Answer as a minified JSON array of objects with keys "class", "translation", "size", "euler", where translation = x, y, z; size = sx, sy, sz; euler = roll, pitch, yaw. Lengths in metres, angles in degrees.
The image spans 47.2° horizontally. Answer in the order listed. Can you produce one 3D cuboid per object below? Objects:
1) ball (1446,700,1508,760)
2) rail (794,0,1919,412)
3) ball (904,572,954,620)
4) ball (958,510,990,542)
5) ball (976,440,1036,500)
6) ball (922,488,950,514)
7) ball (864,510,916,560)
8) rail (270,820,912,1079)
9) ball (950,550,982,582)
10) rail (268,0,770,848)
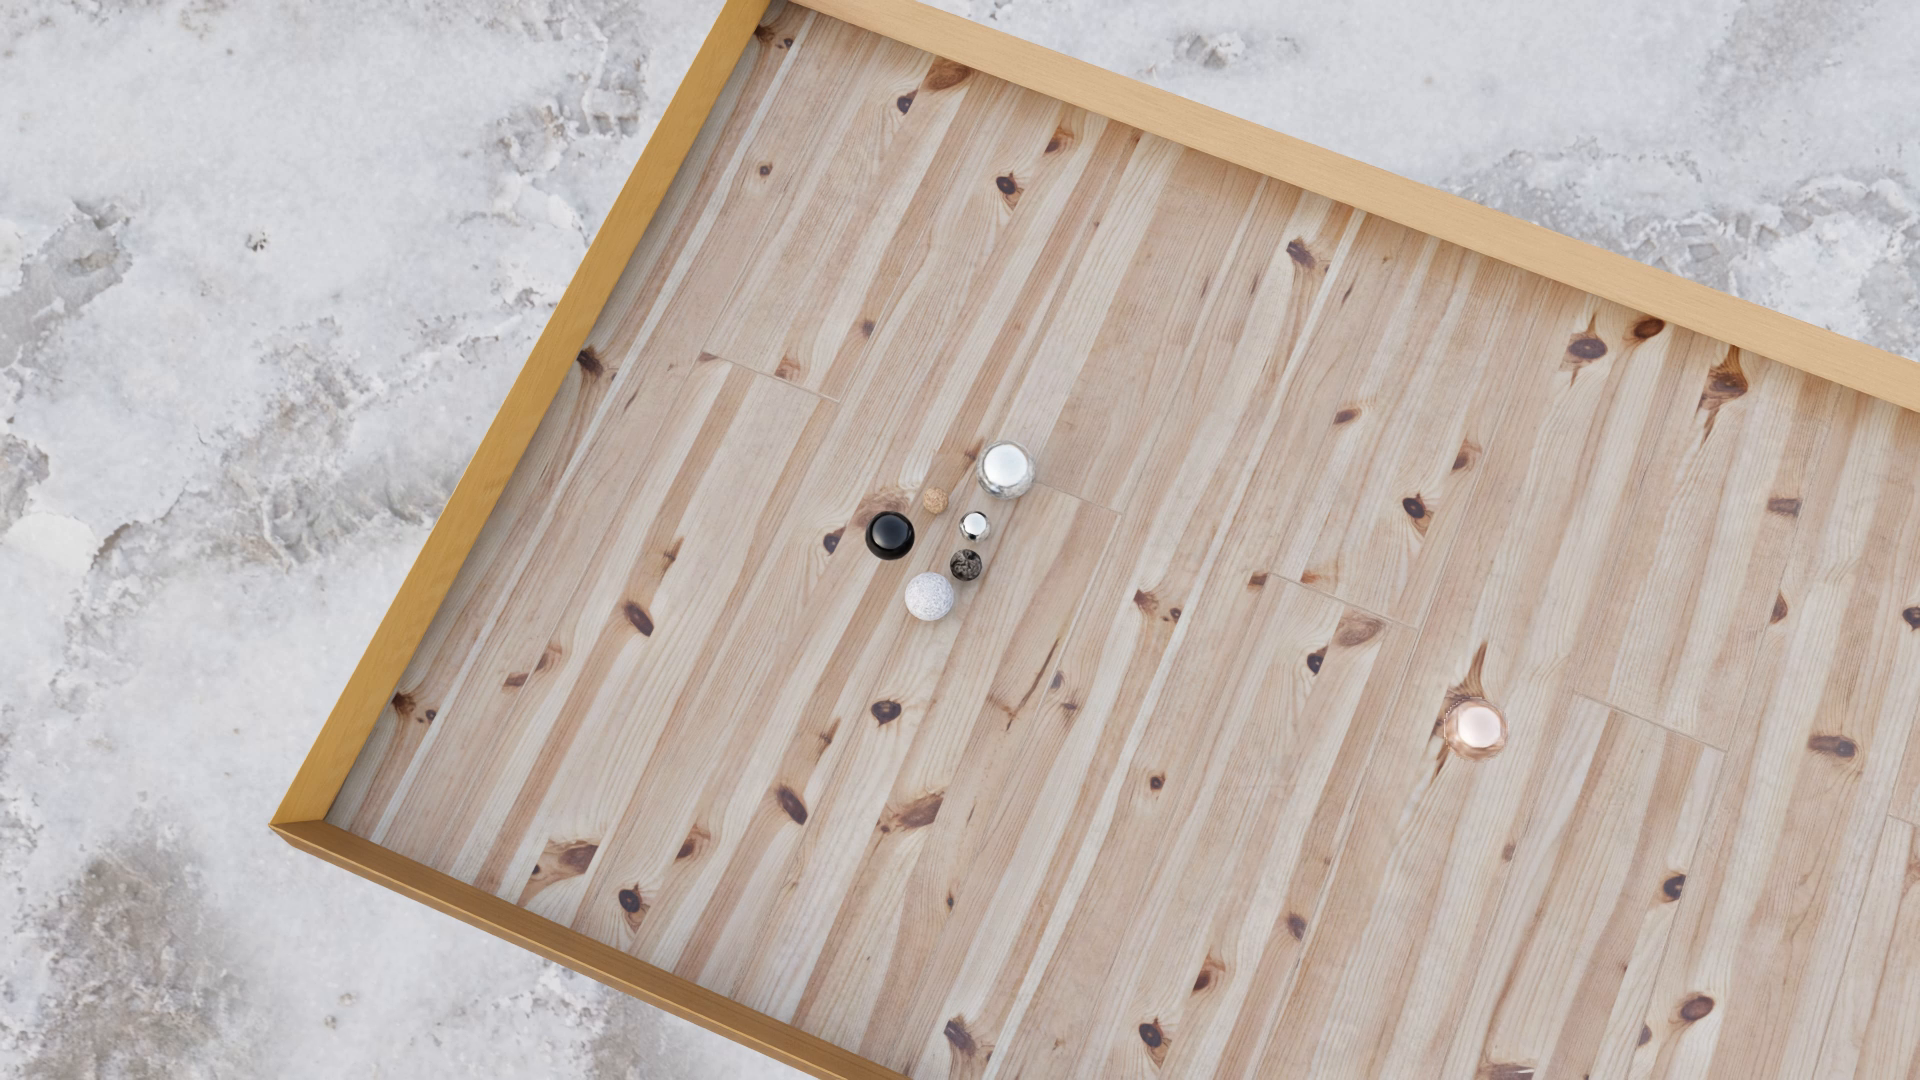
[{"class":"ball","translation":[0.787,0.290,3.350],"size":[0.092,0.092,0.092],"euler":[0,68,0]},{"class":"rail","translation":[1.004,-0.442,3.620],"size":[2.960,0.125,0.045],"euler":[22,70,8]},{"class":"ball","translation":[-0.048,0.088,3.438],"size":[0.077,0.077,0.077],"euler":[0,68,0]},{"class":"ball","translation":[0.023,-0.022,3.495],"size":[0.051,0.051,0.051],"euler":[0,68,0]},{"class":"ball","translation":[0.073,-0.112,3.506],"size":[0.096,0.096,0.096],"euler":[0,68,0]},{"class":"ball","translation":[-0.039,-0.064,3.516],"size":[0.042,0.042,0.042],"euler":[0,68,0]},{"class":"ball","translation":[-0.111,-0.007,3.474],"size":[0.080,0.080,0.080],"euler":[0,68,0]},{"class":"rail","translation":[0.357,0.962,3.066],"size":[2.960,0.125,0.045],"euler":[22,70,8]},{"class":"ball","translation":[0.009,0.040,3.471],"size":[0.051,0.051,0.051],"euler":[0,68,0]},{"class":"rail","translation":[-0.658,-0.274,3.553],"size":[0.045,0.125,1.690],"euler":[22,70,8]}]
